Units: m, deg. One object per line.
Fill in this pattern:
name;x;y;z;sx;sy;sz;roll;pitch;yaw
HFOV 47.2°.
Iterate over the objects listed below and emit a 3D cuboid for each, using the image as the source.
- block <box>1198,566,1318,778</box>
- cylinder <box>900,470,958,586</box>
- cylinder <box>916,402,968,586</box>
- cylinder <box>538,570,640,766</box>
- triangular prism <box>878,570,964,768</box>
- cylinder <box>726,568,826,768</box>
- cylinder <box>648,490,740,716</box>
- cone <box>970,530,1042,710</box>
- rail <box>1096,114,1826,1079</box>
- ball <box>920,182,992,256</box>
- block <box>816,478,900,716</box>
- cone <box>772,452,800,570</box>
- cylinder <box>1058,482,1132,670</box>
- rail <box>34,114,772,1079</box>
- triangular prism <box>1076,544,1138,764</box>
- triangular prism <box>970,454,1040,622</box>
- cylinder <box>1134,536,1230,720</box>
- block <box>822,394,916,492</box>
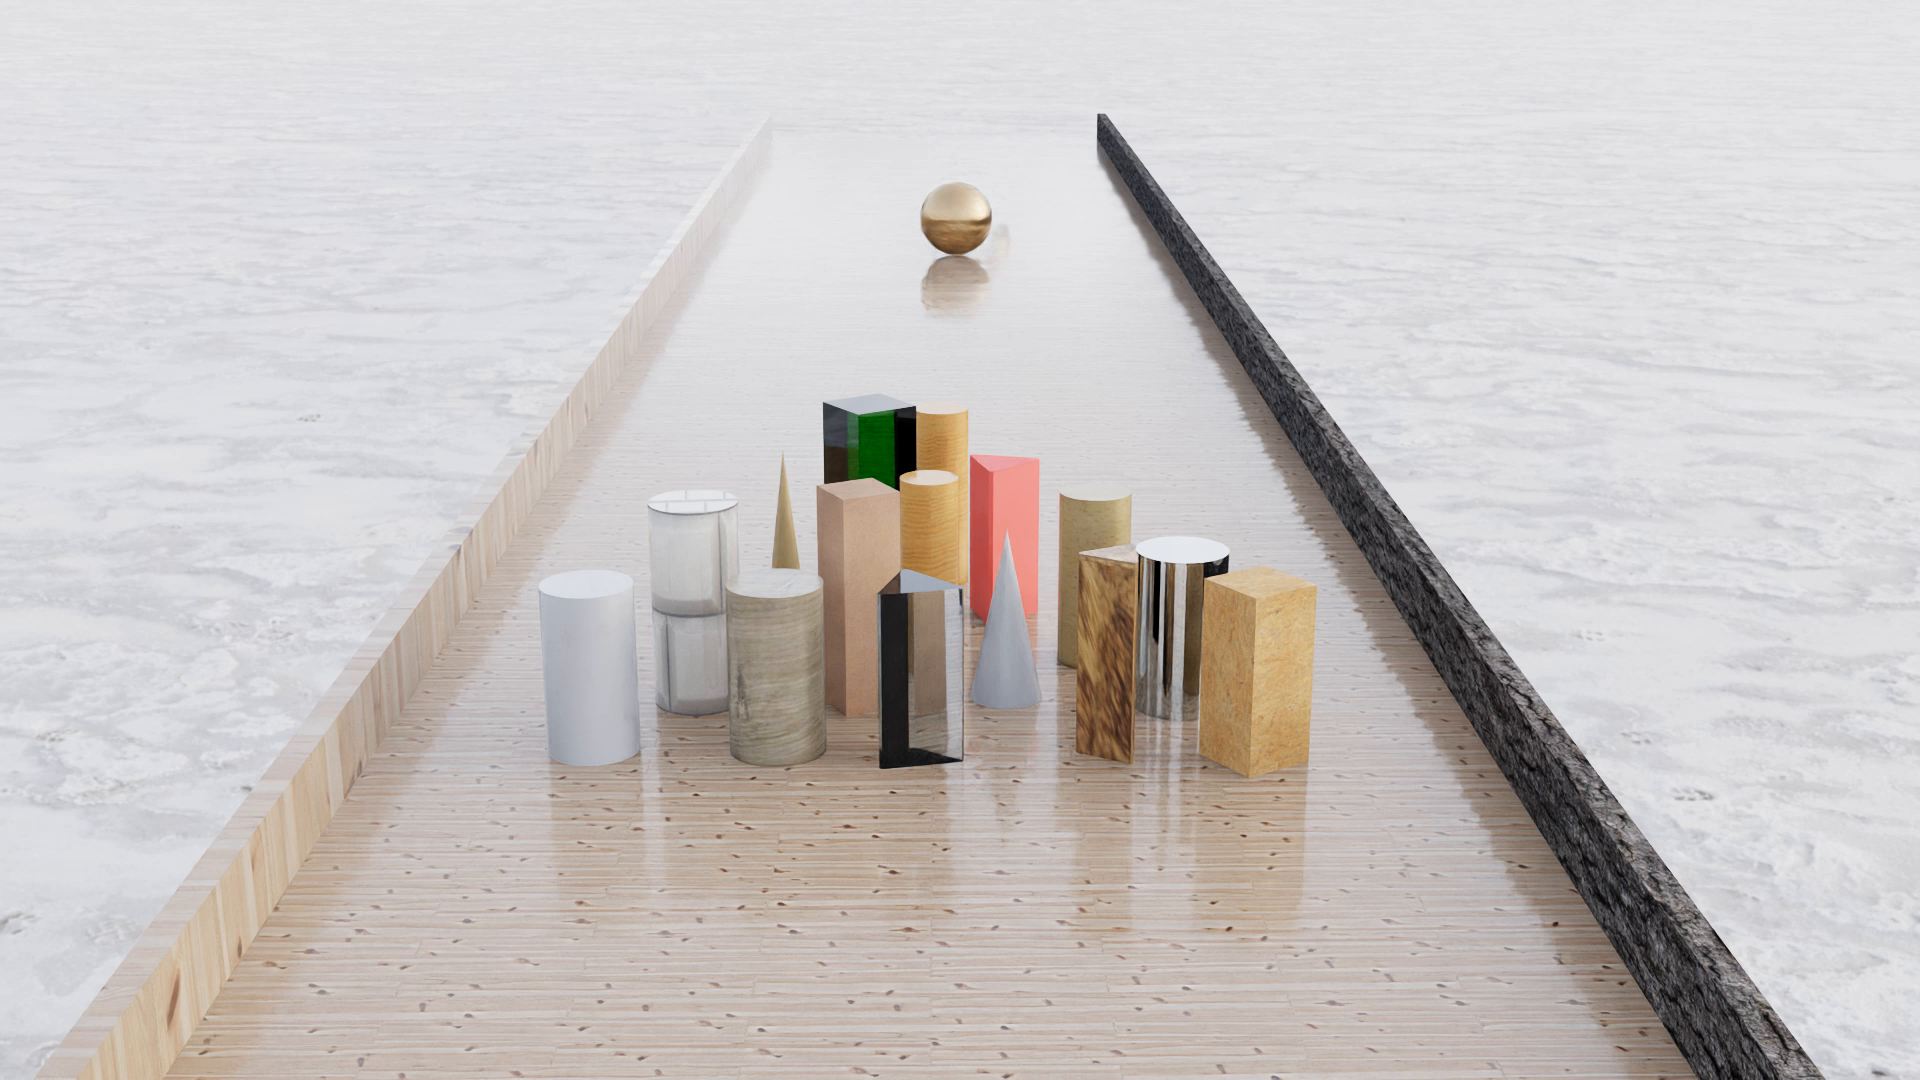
block;0.523;0.230;3.877;0.138;0.329;0.138;-11;20;-32
cylinder;-0.061;0.059;4.362;0.116;0.379;0.116;0;17;0
cylinder;-0.042;-0.099;4.866;0.120;0.396;0.120;0;17;0
cylinder;-0.659;0.226;3.918;0.166;0.312;0.166;0;17;0
triangular prism;-0.083;0.225;3.904;0.151;0.323;0.131;-4;17;-13
cylinder;-0.327;0.226;3.916;0.173;0.314;0.173;0;17;0
cylinder;-0.497;0.117;4.142;0.167;0.394;0.167;0;17;0
cone;0.088;0.140;4.171;0.137;0.333;0.137;0;17;0
rail;0.932;-0.844;7.801;0.050;0.150;12.000;0;17;-1
ball;-0.016;-1.350;9.231;0.305;0.305;0.305;0;17;0
block;-0.189;0.107;4.129;0.116;0.421;0.116;-9;19;-27
cone;-0.350;0.025;4.398;0.101;0.424;0.101;0;17;0
cylinder;0.267;0.072;4.373;0.143;0.350;0.143;0;17;0
rail;-1.118;-0.838;7.780;0.050;0.150;12.000;0;17;-1
triangular prism;0.282;0.197;3.910;0.114;0.372;0.099;10;19;30
triangular prism;0.069;-0.007;4.658;0.127;0.337;0.147;15;22;42
cylinder;0.414;0.165;4.134;0.174;0.307;0.174;0;17;0
block;-0.189;-0.064;4.636;0.141;0.458;0.141;-11;20;-33
